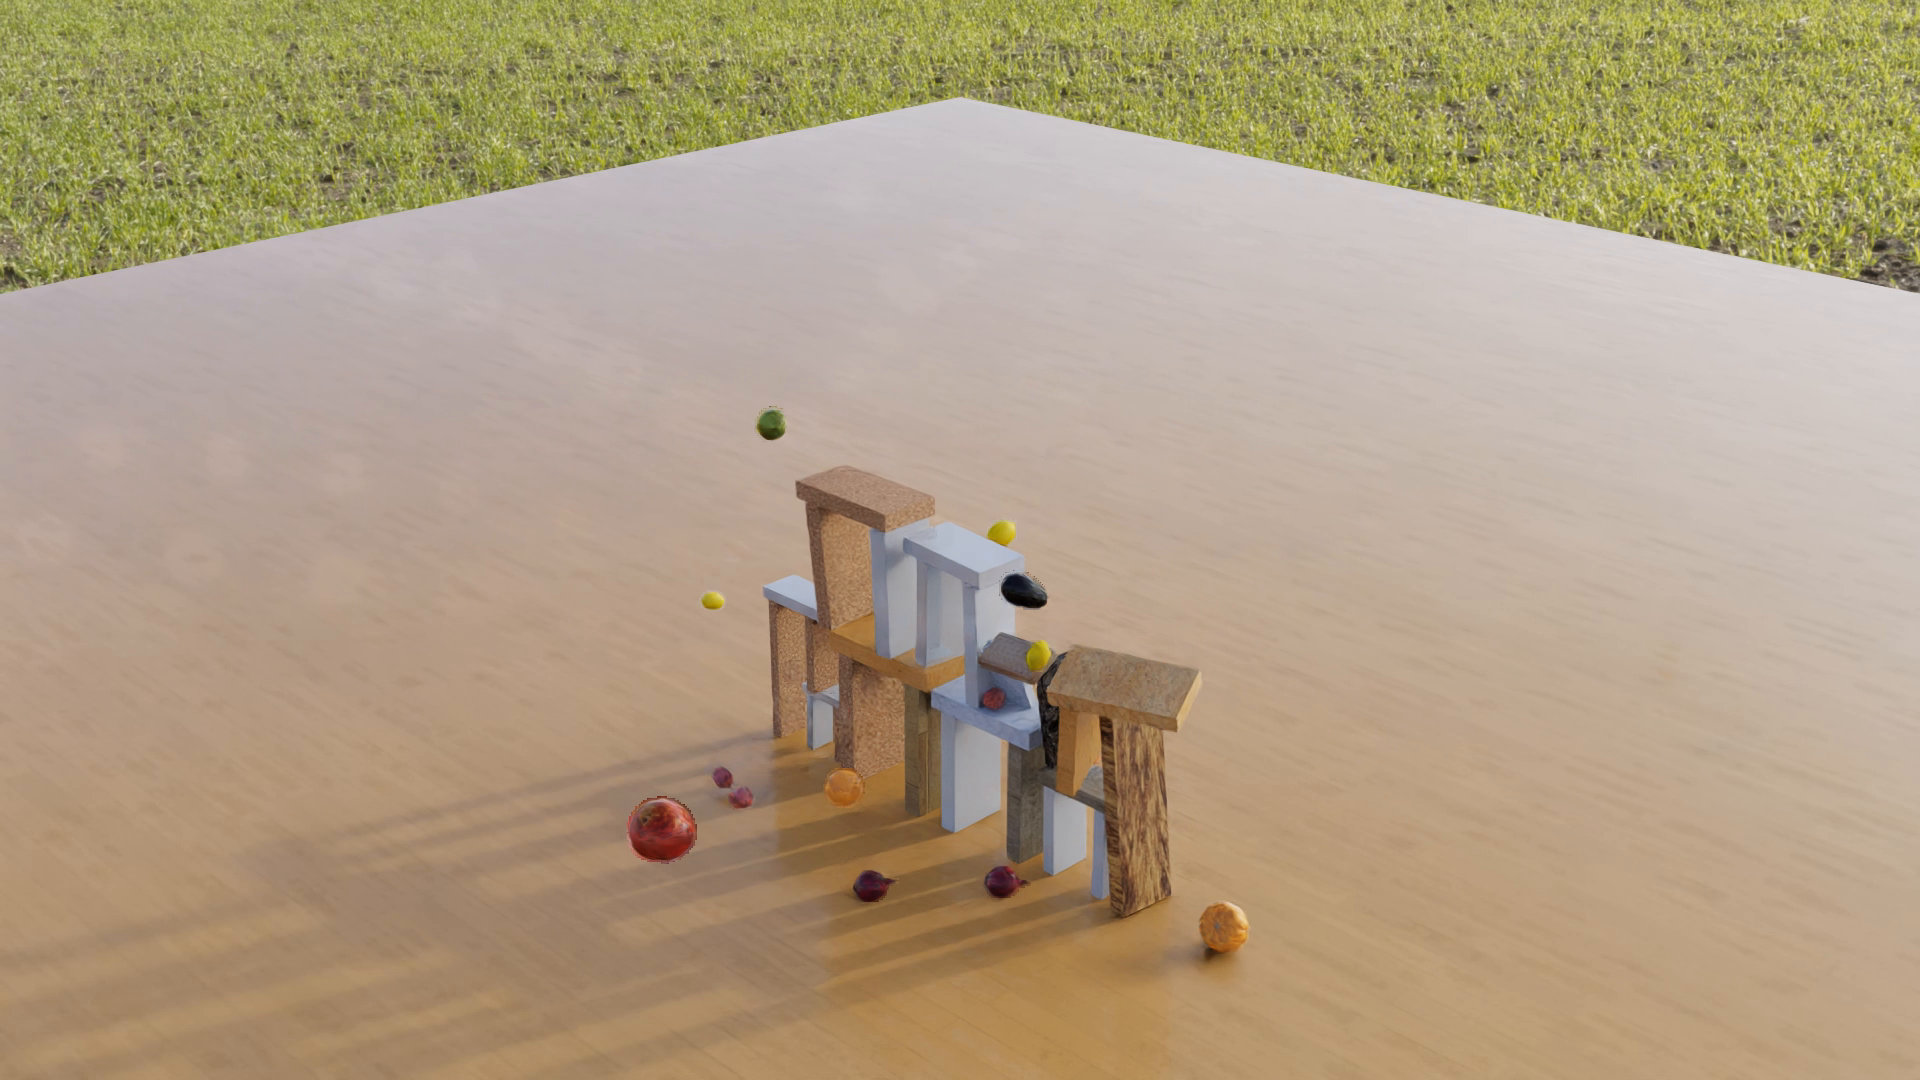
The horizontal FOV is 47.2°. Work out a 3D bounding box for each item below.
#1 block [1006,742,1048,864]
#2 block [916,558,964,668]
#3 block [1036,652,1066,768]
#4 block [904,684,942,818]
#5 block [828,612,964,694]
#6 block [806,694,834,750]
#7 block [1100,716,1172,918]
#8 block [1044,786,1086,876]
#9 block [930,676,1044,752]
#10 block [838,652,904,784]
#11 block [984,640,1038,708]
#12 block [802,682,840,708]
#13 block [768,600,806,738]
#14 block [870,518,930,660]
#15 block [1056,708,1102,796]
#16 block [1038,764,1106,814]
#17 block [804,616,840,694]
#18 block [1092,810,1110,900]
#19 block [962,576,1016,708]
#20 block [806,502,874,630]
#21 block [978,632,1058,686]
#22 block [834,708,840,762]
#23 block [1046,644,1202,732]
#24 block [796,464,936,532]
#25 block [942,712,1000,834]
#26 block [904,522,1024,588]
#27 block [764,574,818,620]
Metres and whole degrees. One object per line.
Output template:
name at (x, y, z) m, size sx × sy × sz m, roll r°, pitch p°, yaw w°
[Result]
block at (0.151, 0.488, 4.276) m, size 0.130 × 0.261 × 0.037 m, roll -21°, pitch 31°, yaw -40°
block at (-0.032, 0.130, 4.316) m, size 0.113 × 0.227 × 0.032 m, roll -18°, pitch 30°, yaw -36°
block at (0.186, 0.322, 4.144) m, size 0.073 × 0.233 × 0.021 m, roll -30°, pitch 41°, yaw -27°
block at (-0.045, 0.401, 4.444) m, size 0.041 × 0.290 × 0.145 m, roll 21°, pitch 31°, yaw 41°
block at (-0.114, 0.222, 4.443) m, size 0.290 × 0.041 × 0.145 m, roll 21°, pitch 31°, yaw 41°
block at (-0.297, 0.378, 4.705) m, size 0.018 × 0.130 × 0.065 m, roll 21°, pitch 31°, yaw 41°
block at (0.325, 0.466, 4.073) m, size 0.124 × 0.459 × 0.035 m, roll -18°, pitch 22°, yaw -36°
block at (0.202, 0.545, 4.239) m, size 0.093 × 0.185 × 0.026 m, roll -21°, pitch 29°, yaw -40°
block at (0.082, 0.328, 4.271) m, size 0.261 × 0.037 × 0.131 m, roll 21°, pitch 31°, yaw 40°
block at (-0.182, 0.348, 4.570) m, size 0.145 × 0.290 × 0.041 m, roll -21°, pitch 31°, yaw -41°
block at (0.096, 0.258, 4.207) m, size 0.073 × 0.147 × 0.021 m, roll 15°, pitch 52°, yaw 32°
block at (-0.267, 0.321, 4.648) m, size 0.130 × 0.018 × 0.065 m, roll 21°, pitch 31°, yaw 41°
block at (-0.365, 0.264, 4.726) m, size 0.025 × 0.322 × 0.087 m, roll 21°, pitch 31°, yaw 41°
block at (-0.114, 0.089, 4.361) m, size 0.038 × 0.266 × 0.133 m, roll 15°, pitch 27°, yaw 37°
block at (0.224, 0.349, 4.059) m, size 0.035 × 0.247 × 0.124 m, roll 21°, pitch 50°, yaw 19°
block at (0.246, 0.463, 4.161) m, size 0.185 × 0.026 × 0.093 m, roll 21°, pitch 31°, yaw 39°
block at (-0.283, 0.228, 4.622) m, size 0.025 × 0.174 × 0.087 m, roll 21°, pitch 31°, yaw 41°
block at (0.291, 0.579, 4.159) m, size 0.026 × 0.185 × 0.093 m, roll 21°, pitch 31°, yaw 40°
block at (0.058, 0.185, 4.224) m, size 0.032 × 0.260 × 0.113 m, roll 19°, pitch 32°, yaw 38°
block at (-0.241, 0.036, 4.494) m, size 0.038 × 0.266 × 0.133 m, roll 12°, pitch 25°, yaw 41°
block at (0.106, 0.221, 4.097) m, size 0.147 × 0.021 × 0.073 m, roll 17°, pitch 58°, yaw 47°
block at (-0.236, 0.401, 4.649) m, size 0.018 × 0.130 × 0.065 m, roll 21°, pitch 31°, yaw 41°
block at (0.292, 0.262, 3.924) m, size 0.248 × 0.035 × 0.124 m, roll 10°, pitch 46°, yaw 24°
block at (-0.190, -0.085, 4.384) m, size 0.133 × 0.038 × 0.266 m, roll -21°, pitch 30°, yaw -40°
block at (0.022, 0.441, 4.385) m, size 0.037 × 0.261 × 0.130 m, roll 22°, pitch 31°, yaw 40°
block at (0.007, 0.027, 4.221) m, size 0.113 × 0.032 × 0.227 m, roll -20°, pitch 30°, yaw -35°
block at (-0.324, 0.121, 4.621) m, size 0.174 × 0.025 × 0.087 m, roll 21°, pitch 31°, yaw 41°
